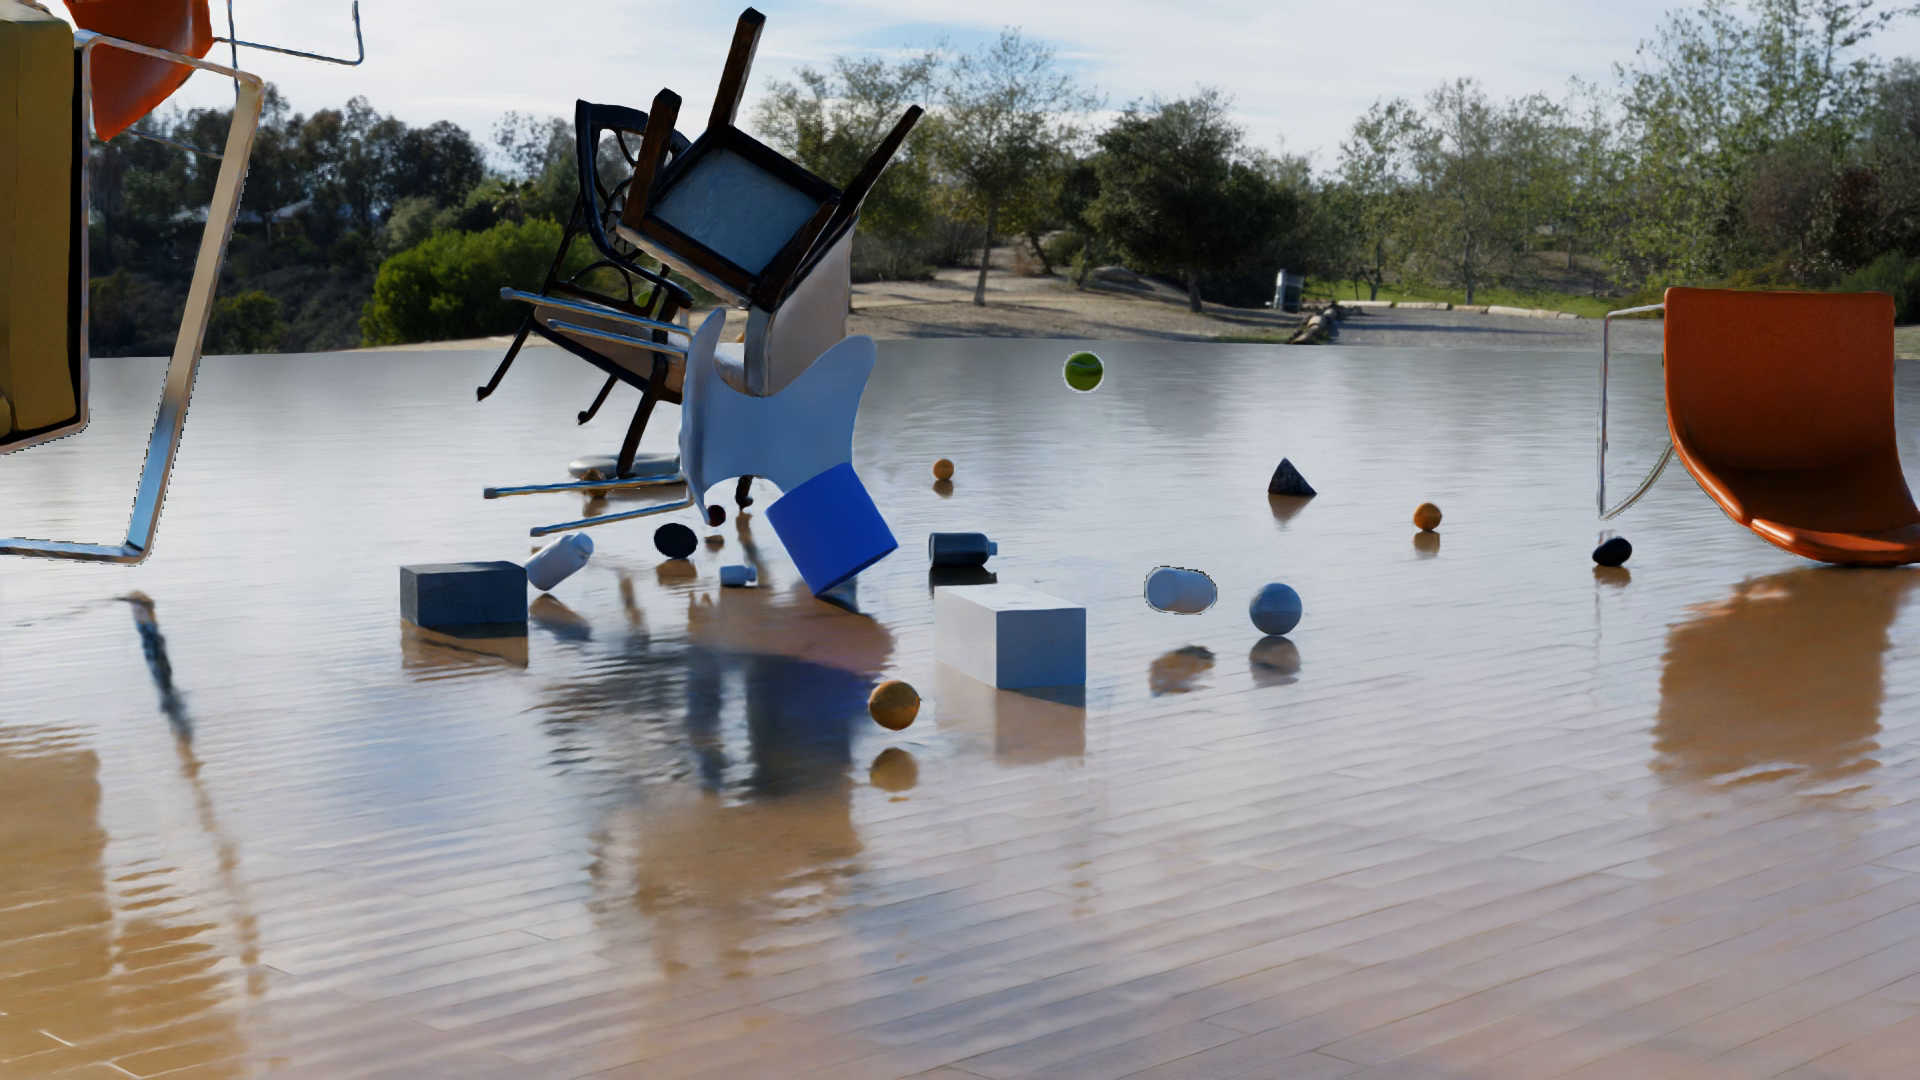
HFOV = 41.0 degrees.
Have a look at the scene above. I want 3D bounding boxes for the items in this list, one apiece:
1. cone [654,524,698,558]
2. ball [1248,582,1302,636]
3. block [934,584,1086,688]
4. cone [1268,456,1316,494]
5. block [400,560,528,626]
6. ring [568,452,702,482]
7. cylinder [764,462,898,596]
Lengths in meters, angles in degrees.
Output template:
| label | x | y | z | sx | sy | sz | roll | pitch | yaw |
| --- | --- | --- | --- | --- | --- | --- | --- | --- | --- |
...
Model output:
| label | x | y | z | sx | sy | sz | roll | pitch | yaw |
| --- | --- | --- | --- | --- | --- | --- | --- | --- | --- |
| cone | -0.663 | 0.018 | 6.050 | 0.109 | 0.085 | 0.086 | 20 | -18 | 13 |
| ball | 0.578 | 0.126 | 4.705 | 0.099 | 0.099 | 0.099 | 0 | 6 | 0 |
| block | 0.079 | 0.157 | 4.279 | 0.152 | 0.126 | 0.340 | -2 | 6 | -18 |
| cone | 1.023 | -0.169 | 7.786 | 0.136 | 0.120 | 0.144 | 26 | 9 | 13 |
| block | -0.955 | 0.102 | 4.934 | 0.211 | 0.100 | 0.155 | -3 | 6 | -24 |
| ring | -1.054 | -0.235 | 8.339 | 0.451 | 0.073 | 0.417 | -6 | 9 | -41 |
| cylinder | -0.264 | -0.023 | 5.279 | 0.204 | 0.201 | 0.196 | -30 | -3 | -18 |
